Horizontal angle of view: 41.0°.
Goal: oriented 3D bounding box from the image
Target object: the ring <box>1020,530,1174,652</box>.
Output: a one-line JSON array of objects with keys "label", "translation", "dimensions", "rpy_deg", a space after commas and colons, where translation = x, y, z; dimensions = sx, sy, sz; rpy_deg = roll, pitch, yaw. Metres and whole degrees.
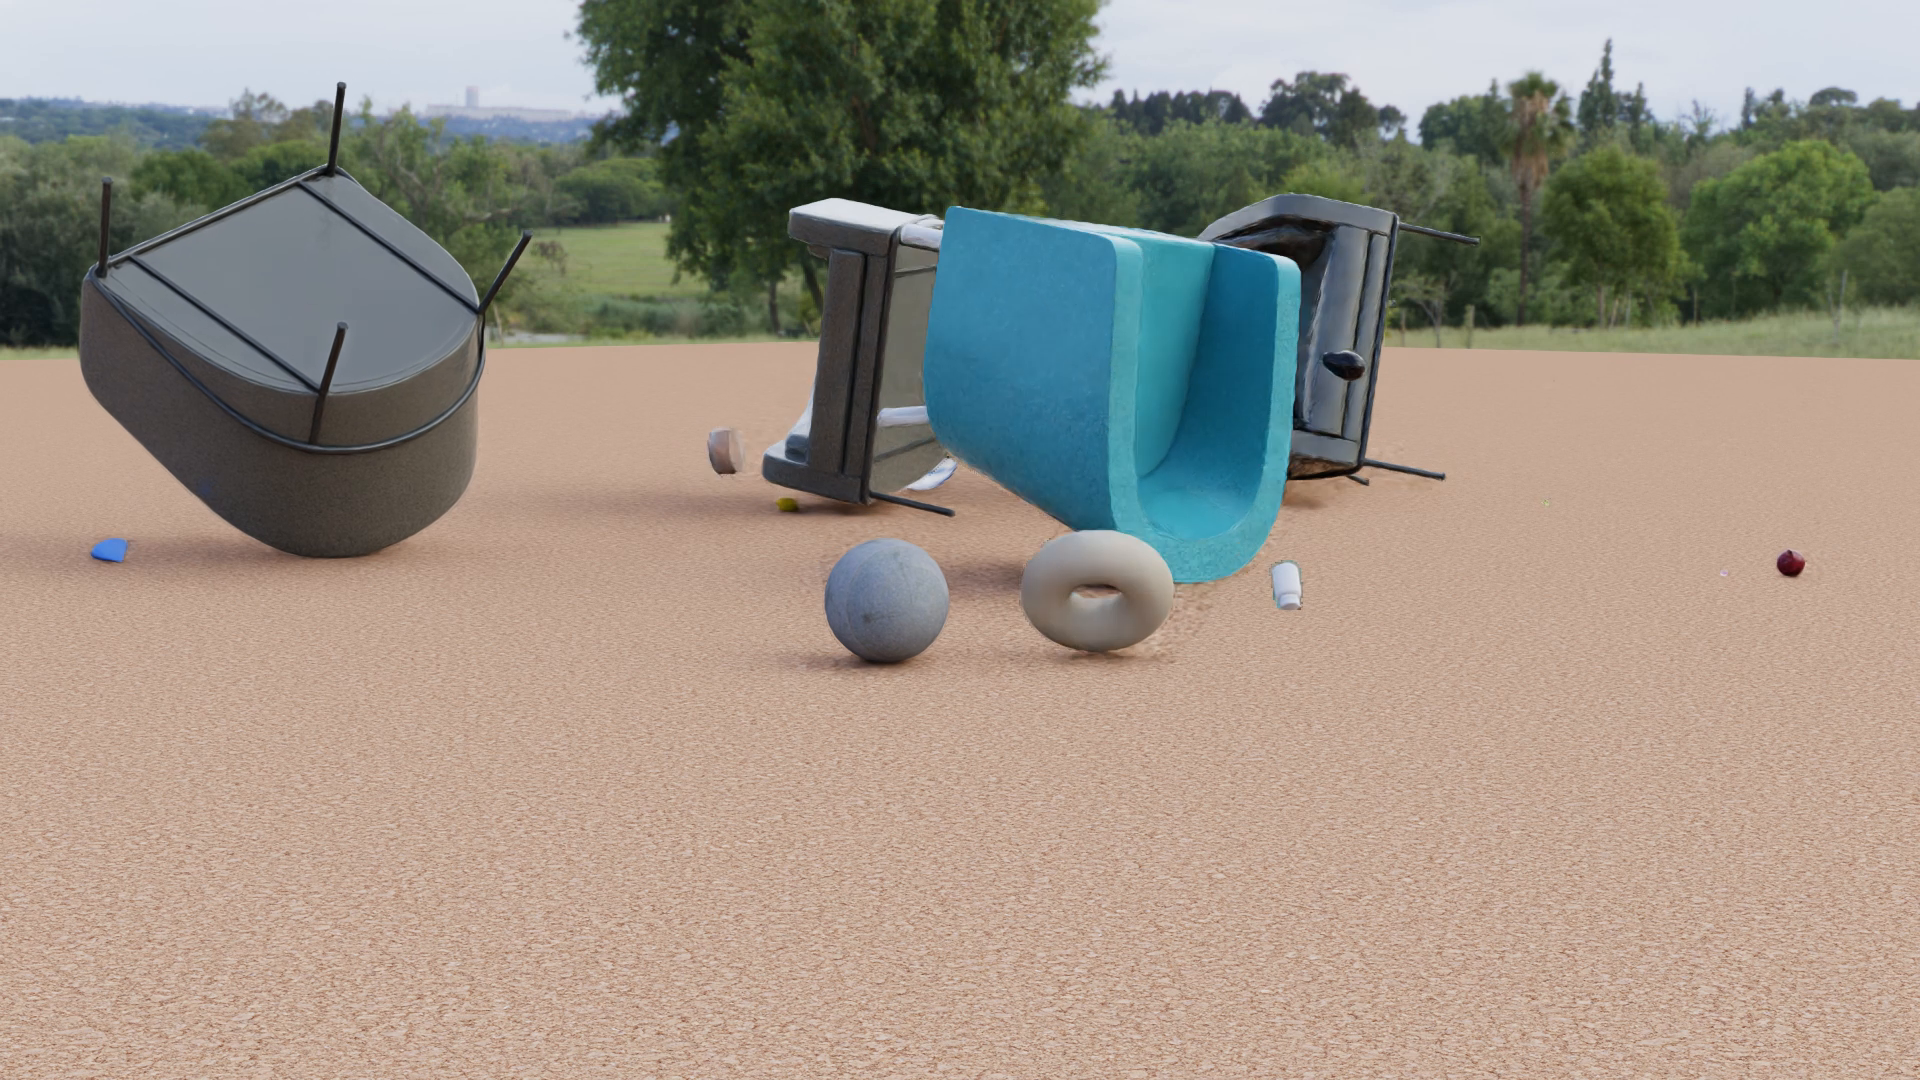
[{"label": "ring", "translation": [0.235, 0.088, 4.390], "dimensions": [0.264, 0.272, 0.092], "rpy_deg": [-3, 48, 6]}]

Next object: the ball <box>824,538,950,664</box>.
[{"label": "ball", "translation": [-0.125, 0.103, 4.371], "dimensions": [0.213, 0.213, 0.213], "rpy_deg": [0, 6, 0]}]

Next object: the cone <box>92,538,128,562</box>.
[{"label": "cone", "translation": [-1.953, 0.037, 5.934], "dimensions": [0.085, 0.049, 0.086], "rpy_deg": [-20, 32, -28]}]

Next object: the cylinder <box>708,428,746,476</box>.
[{"label": "cylinder", "translation": [-0.750, -0.285, 8.254], "dimensions": [0.081, 0.146, 0.086], "rpy_deg": [-8, 6, 30]}]

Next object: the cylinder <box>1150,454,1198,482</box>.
[{"label": "cylinder", "translation": [0.688, -0.230, 8.223], "dimensions": [0.121, 0.080, 0.111], "rpy_deg": [-20, -5, 31]}]

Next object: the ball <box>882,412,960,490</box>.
[{"label": "ball", "translation": [-0.120, -0.270, 7.867], "dimensions": [0.239, 0.239, 0.239], "rpy_deg": [0, 6, 0]}]
